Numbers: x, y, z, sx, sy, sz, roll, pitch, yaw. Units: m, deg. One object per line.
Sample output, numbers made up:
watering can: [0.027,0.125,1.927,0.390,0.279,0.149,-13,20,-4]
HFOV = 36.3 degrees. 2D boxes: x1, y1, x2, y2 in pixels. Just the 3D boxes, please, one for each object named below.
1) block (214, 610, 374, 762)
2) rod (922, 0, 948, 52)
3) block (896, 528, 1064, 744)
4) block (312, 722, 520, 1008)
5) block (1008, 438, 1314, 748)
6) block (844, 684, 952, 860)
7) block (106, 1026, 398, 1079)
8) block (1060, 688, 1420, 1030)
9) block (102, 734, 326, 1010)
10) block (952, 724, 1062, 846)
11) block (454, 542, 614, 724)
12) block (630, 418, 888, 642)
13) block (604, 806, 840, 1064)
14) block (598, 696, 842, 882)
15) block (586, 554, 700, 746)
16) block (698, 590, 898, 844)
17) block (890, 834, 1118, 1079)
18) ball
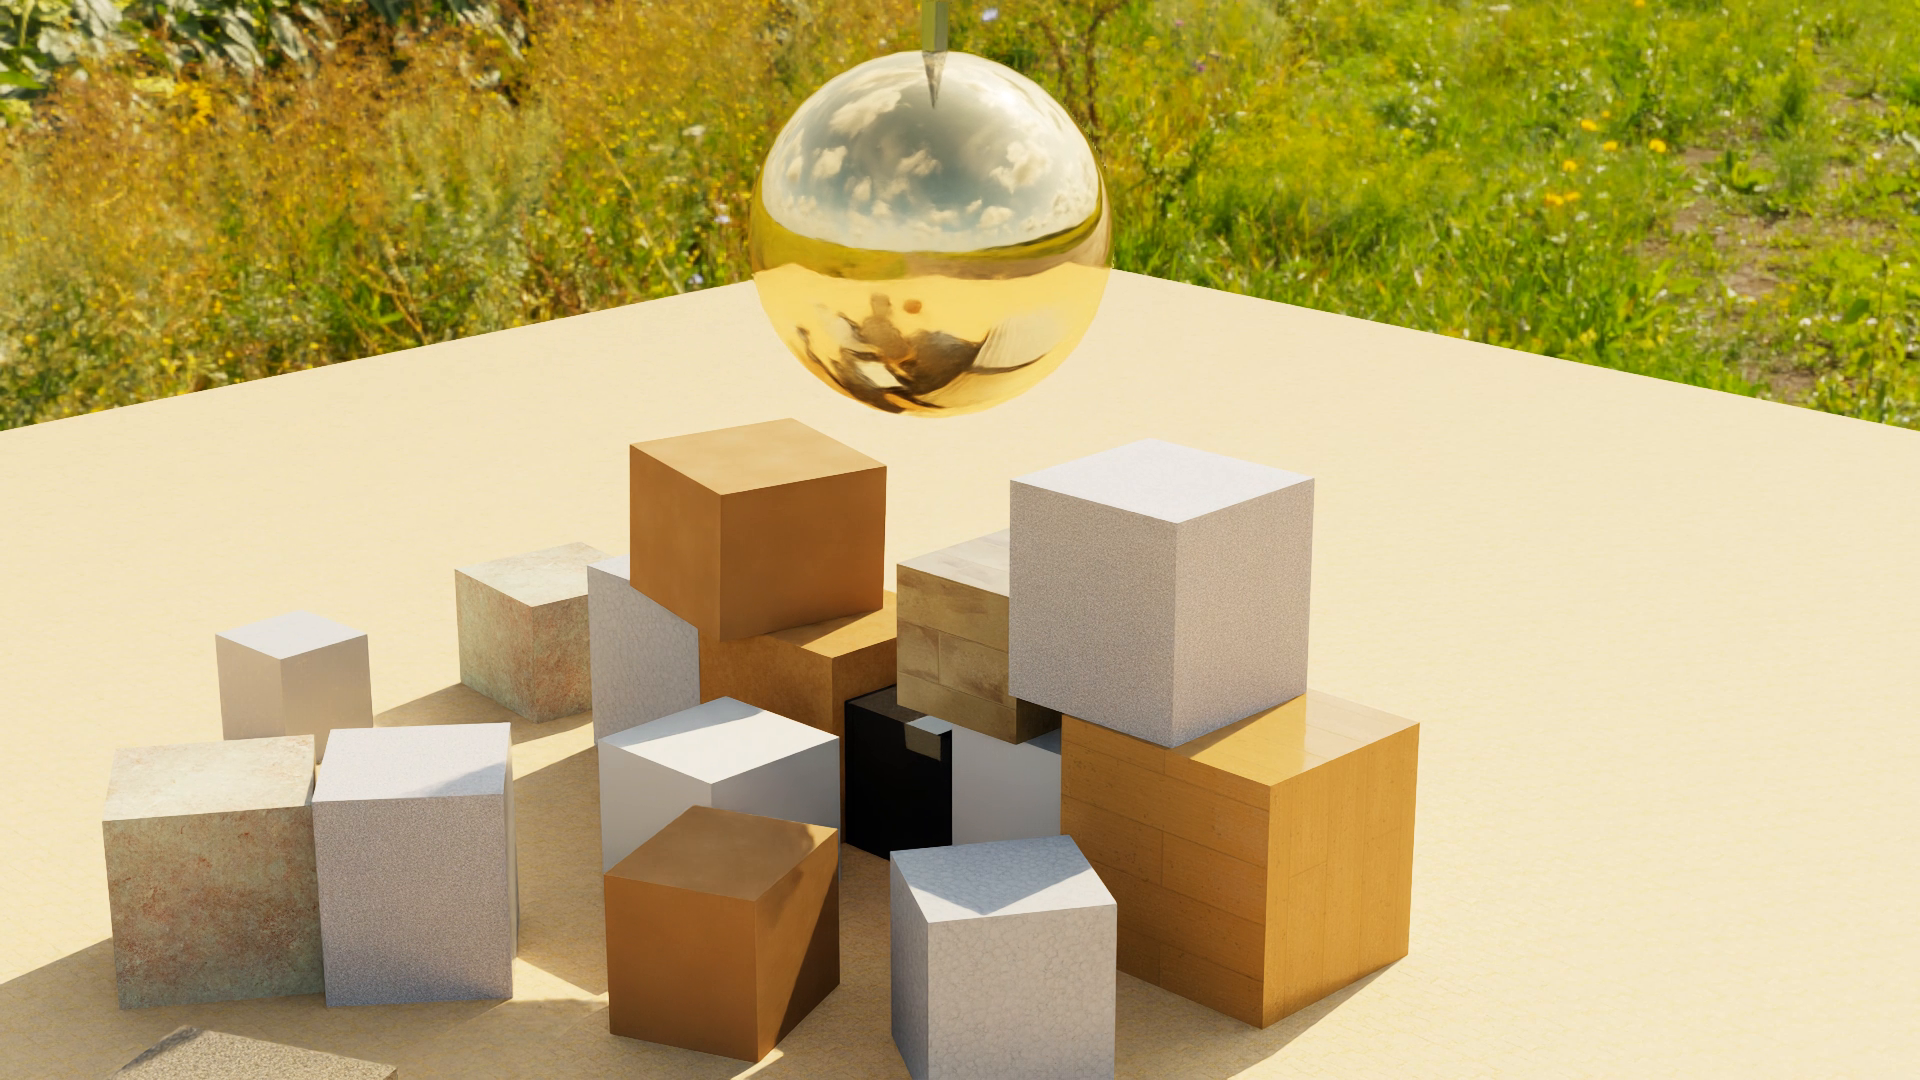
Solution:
block: [-3.388,0.758,14.942,0.567,0.594,0.527,16,23,41]
rod: [-0.055,-4.594,11.841,0.080,5.200,0.080,17,22,42]
block: [0.253,0.412,13.168,0.729,0.669,0.790,16,23,41]
block: [-2.293,1.367,12.462,0.768,0.920,0.815,-2,18,-6]
block: [0.855,0.202,12.516,0.913,0.967,0.911,16,23,41]
block: [-0.039,1.084,13.705,0.713,0.714,0.690,-17,24,-42]
block: [-2.456,2.255,9.763,0.865,0.843,0.879,7,19,20]
block: [1.183,1.265,12.533,1.131,1.071,0.994,17,24,42]
block: [-3.153,1.399,12.481,0.839,0.847,0.816,-4,18,-11]
block: [0.493,1.184,13.202,0.732,0.824,0.763,-17,24,-42]
block: [-2.150,0.484,15.725,0.780,0.646,0.813,-13,22,-36]
block: [-0.980,-0.065,14.125,0.909,0.726,0.873,-11,23,-33]
block: [-0.967,1.606,12.059,0.672,0.706,0.779,7,19,21]
block: [-1.083,1.227,13.261,0.761,0.708,0.768,16,24,41]
block: [-1.265,0.589,14.852,0.859,0.970,0.861,-17,24,-42]
block: [-0.621,0.799,14.235,0.948,0.940,0.863,17,24,42]
block: [0.161,1.703,11.577,0.742,0.809,0.689,-4,18,-13]
ball: [-0.126,-1.330,12.791,1.600,1.600,1.600,0,17,0]
